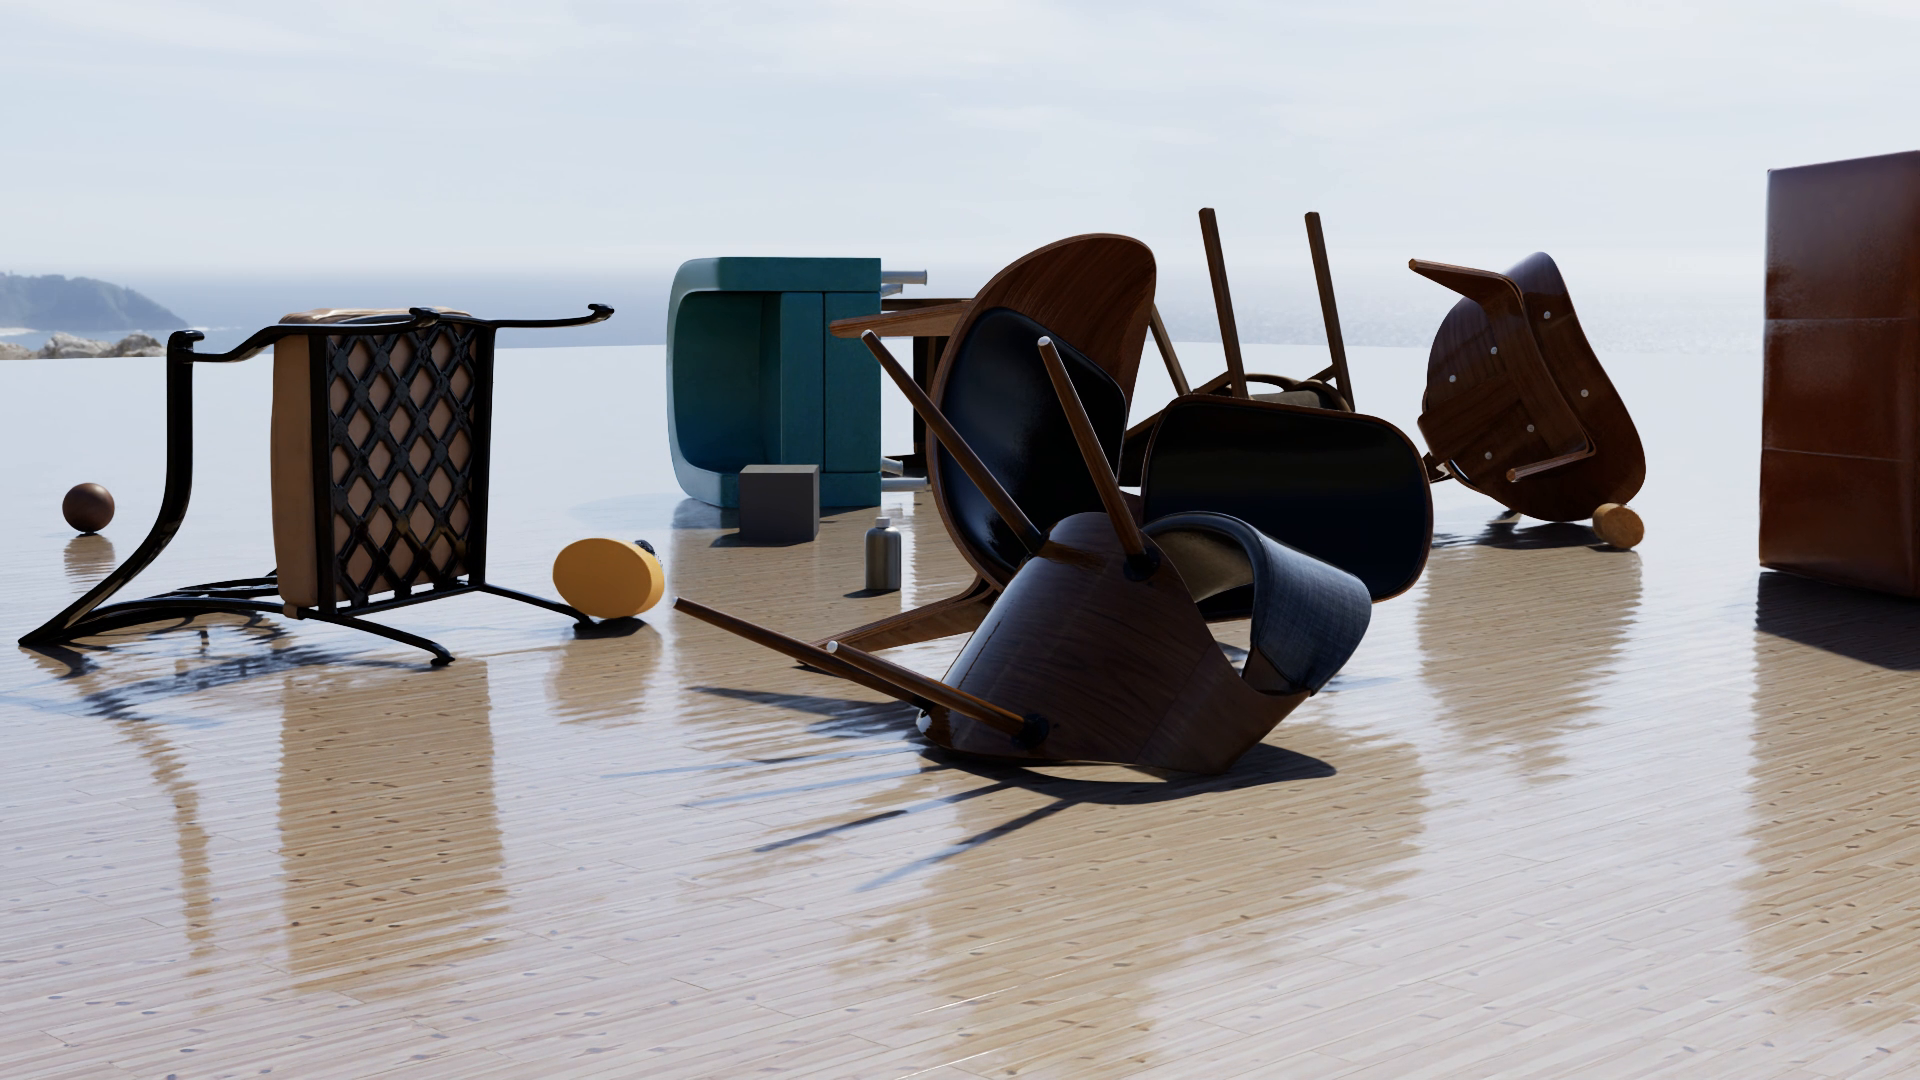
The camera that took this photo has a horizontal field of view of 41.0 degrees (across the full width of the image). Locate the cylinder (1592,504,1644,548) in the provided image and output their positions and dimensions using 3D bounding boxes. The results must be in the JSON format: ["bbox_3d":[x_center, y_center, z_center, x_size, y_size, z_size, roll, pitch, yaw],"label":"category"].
[{"bbox_3d":[1.602,-0.034,6.249,0.111,0.094,0.094,40,4,-4],"label":"cylinder"}]

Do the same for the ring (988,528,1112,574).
[{"bbox_3d":[0.202,0.024,5.765,0.283,0.087,0.301,1,5,-1],"label":"ring"}]

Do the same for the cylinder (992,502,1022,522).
[{"bbox_3d":[0.129,-0.075,6.897,0.062,0.050,0.053,12,11,30],"label":"cylinder"}]

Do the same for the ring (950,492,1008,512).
[{"bbox_3d":[0.055,-0.107,7.244,0.184,0.044,0.132,-6,7,-38],"label":"ring"}]

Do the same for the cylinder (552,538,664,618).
[{"bbox_3d":[-0.666,0.072,4.876,0.189,0.147,0.195,15,-1,1],"label":"cylinder"}]

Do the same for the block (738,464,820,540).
[{"bbox_3d":[-0.457,-0.096,6.516,0.185,0.170,0.271,0,6,0],"label":"block"}]

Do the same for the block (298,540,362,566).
[{"bbox_3d":[-1.449,0.029,5.896,0.102,0.047,0.106,2,6,18],"label":"block"}]
